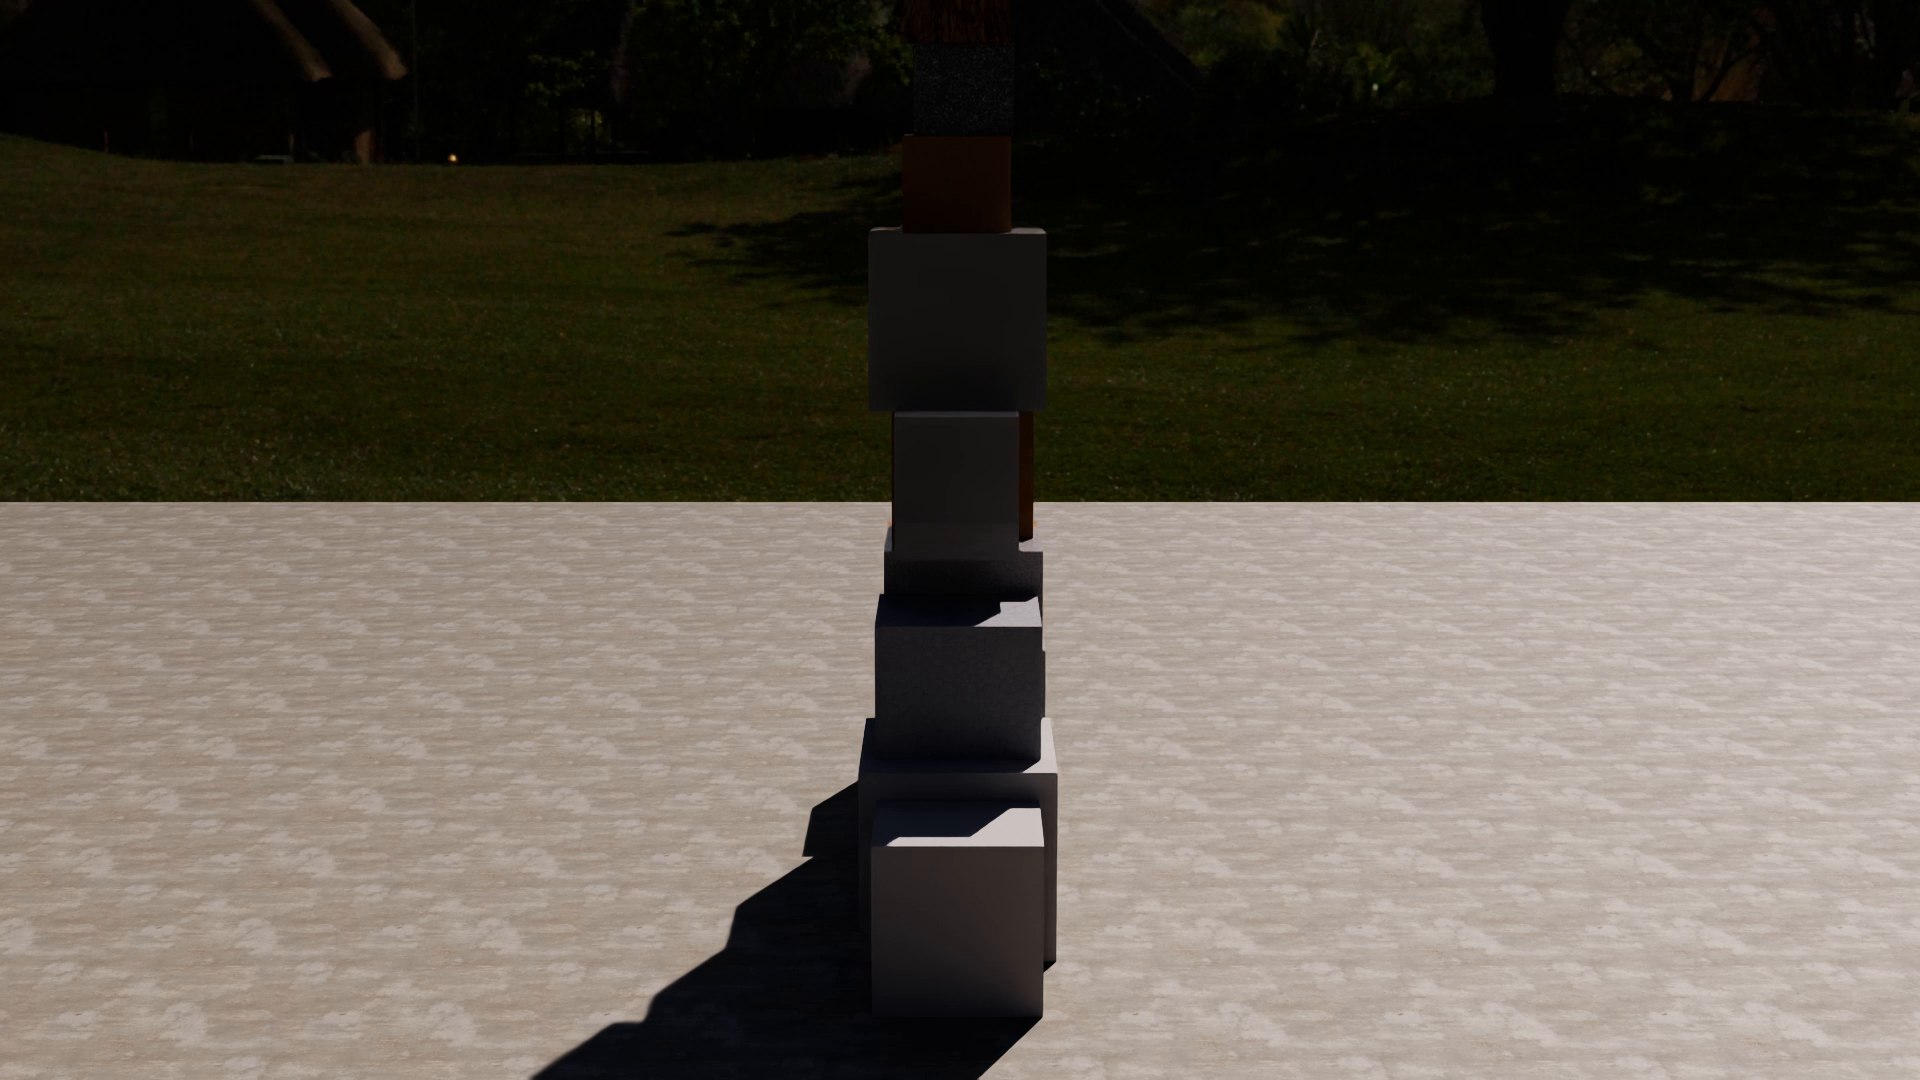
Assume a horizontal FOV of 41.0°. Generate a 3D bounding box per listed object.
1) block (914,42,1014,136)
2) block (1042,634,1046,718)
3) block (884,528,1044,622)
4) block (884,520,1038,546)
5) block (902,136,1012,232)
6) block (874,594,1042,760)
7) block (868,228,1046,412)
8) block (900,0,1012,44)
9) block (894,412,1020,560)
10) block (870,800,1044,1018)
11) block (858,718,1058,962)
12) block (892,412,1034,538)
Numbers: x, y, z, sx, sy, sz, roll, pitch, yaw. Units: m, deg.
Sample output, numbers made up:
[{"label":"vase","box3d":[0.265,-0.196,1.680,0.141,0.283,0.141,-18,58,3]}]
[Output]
[{"label":"block","box3d":[0.016,-1.911,10.891,0.418,0.386,0.372,0,10,0]},{"label":"block","box3d":[0.015,0.842,12.772,0.792,0.773,0.784,0,10,0]},{"label":"block","box3d":[0.015,0.355,11.260,0.674,0.727,0.680,0,9,0]},{"label":"block","box3d":[0.012,0.314,11.928,0.705,0.708,0.639,0,10,0]},{"label":"block","box3d":[-0.013,-1.524,10.956,0.455,0.398,0.419,0,10,0]},{"label":"block","box3d":[-0.007,0.557,10.601,0.667,0.550,0.652,0,10,0]},{"label":"block","box3d":[-0.011,-0.958,11.047,0.743,0.743,0.685,0,9,0]},{"label":"block","box3d":[-0.018,-2.322,10.822,0.461,0.448,0.422,0,10,0]},{"label":"block","box3d":[-0.013,-0.256,10.886,0.516,0.596,0.563,0,9,0]},{"label":"block","box3d":[-0.009,1.415,9.909,0.646,0.670,0.607,0,10,0]},{"label":"block","box3d":[-0.008,1.226,10.642,0.789,0.781,0.883,0,10,0]},{"label":"block","box3d":[0.011,-0.313,11.441,0.618,0.534,0.527,0,8,0]}]
